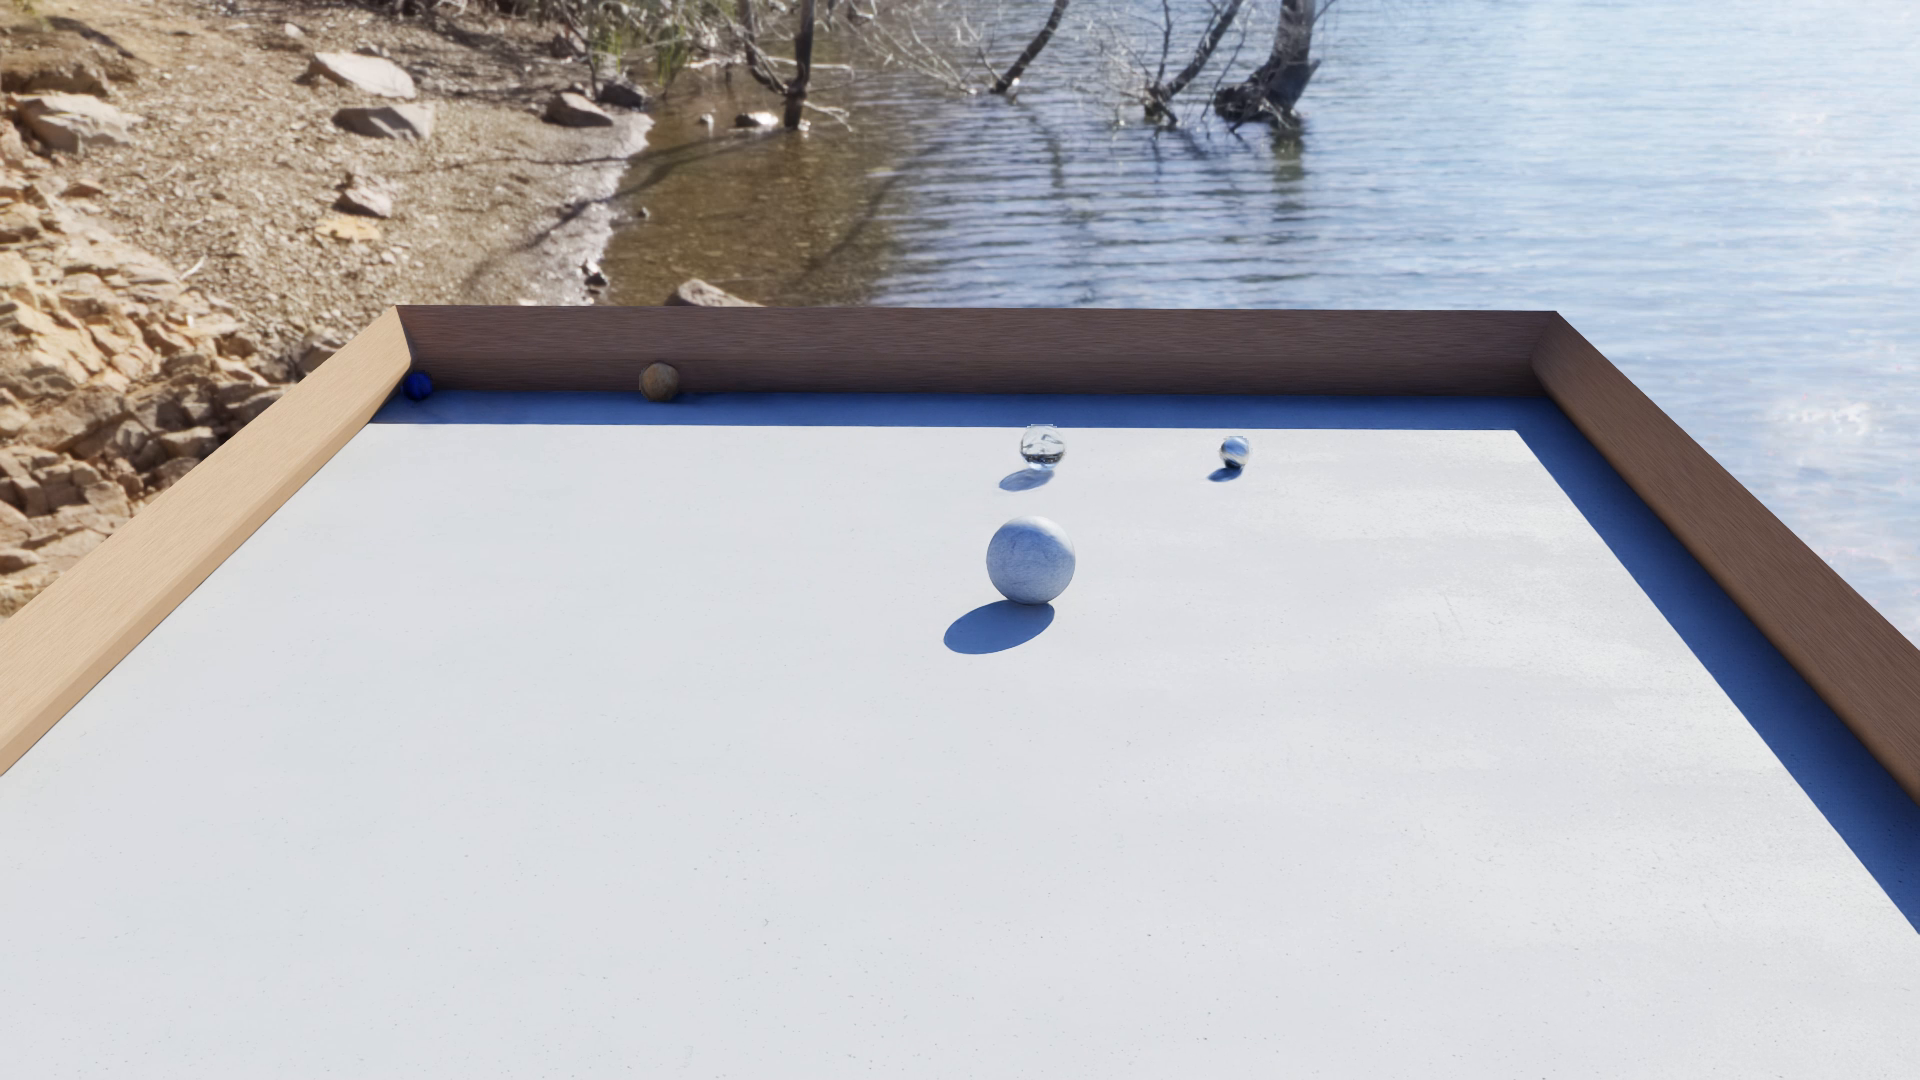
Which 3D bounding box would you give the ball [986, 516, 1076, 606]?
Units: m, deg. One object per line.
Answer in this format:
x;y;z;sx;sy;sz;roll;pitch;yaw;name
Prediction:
0.079;0.023;2.438;0.100;0.100;0.100;0;19;0;ball

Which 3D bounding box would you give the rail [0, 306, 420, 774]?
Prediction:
-0.863;0.212;1.822;0.045;0.130;3.168;0;19;1;rail

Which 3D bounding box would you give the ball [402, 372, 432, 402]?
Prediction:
-0.808;-0.228;3.275;0.043;0.043;0.043;0;19;0;ball

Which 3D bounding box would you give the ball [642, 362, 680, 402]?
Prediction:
-0.445;-0.235;3.272;0.058;0.058;0.058;0;19;0;ball

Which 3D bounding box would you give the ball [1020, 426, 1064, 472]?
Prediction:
0.109;-0.122;2.932;0.061;0.061;0.061;0;19;0;ball

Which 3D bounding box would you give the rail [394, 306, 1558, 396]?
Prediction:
0.017;-0.278;3.283;1.738;0.130;0.045;0;19;1;rail

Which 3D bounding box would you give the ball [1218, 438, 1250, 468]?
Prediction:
0.368;-0.116;2.944;0.042;0.042;0.042;0;19;0;ball

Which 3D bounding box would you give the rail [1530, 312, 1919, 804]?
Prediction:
0.828;0.224;1.786;0.045;0.130;3.168;0;19;1;rail
